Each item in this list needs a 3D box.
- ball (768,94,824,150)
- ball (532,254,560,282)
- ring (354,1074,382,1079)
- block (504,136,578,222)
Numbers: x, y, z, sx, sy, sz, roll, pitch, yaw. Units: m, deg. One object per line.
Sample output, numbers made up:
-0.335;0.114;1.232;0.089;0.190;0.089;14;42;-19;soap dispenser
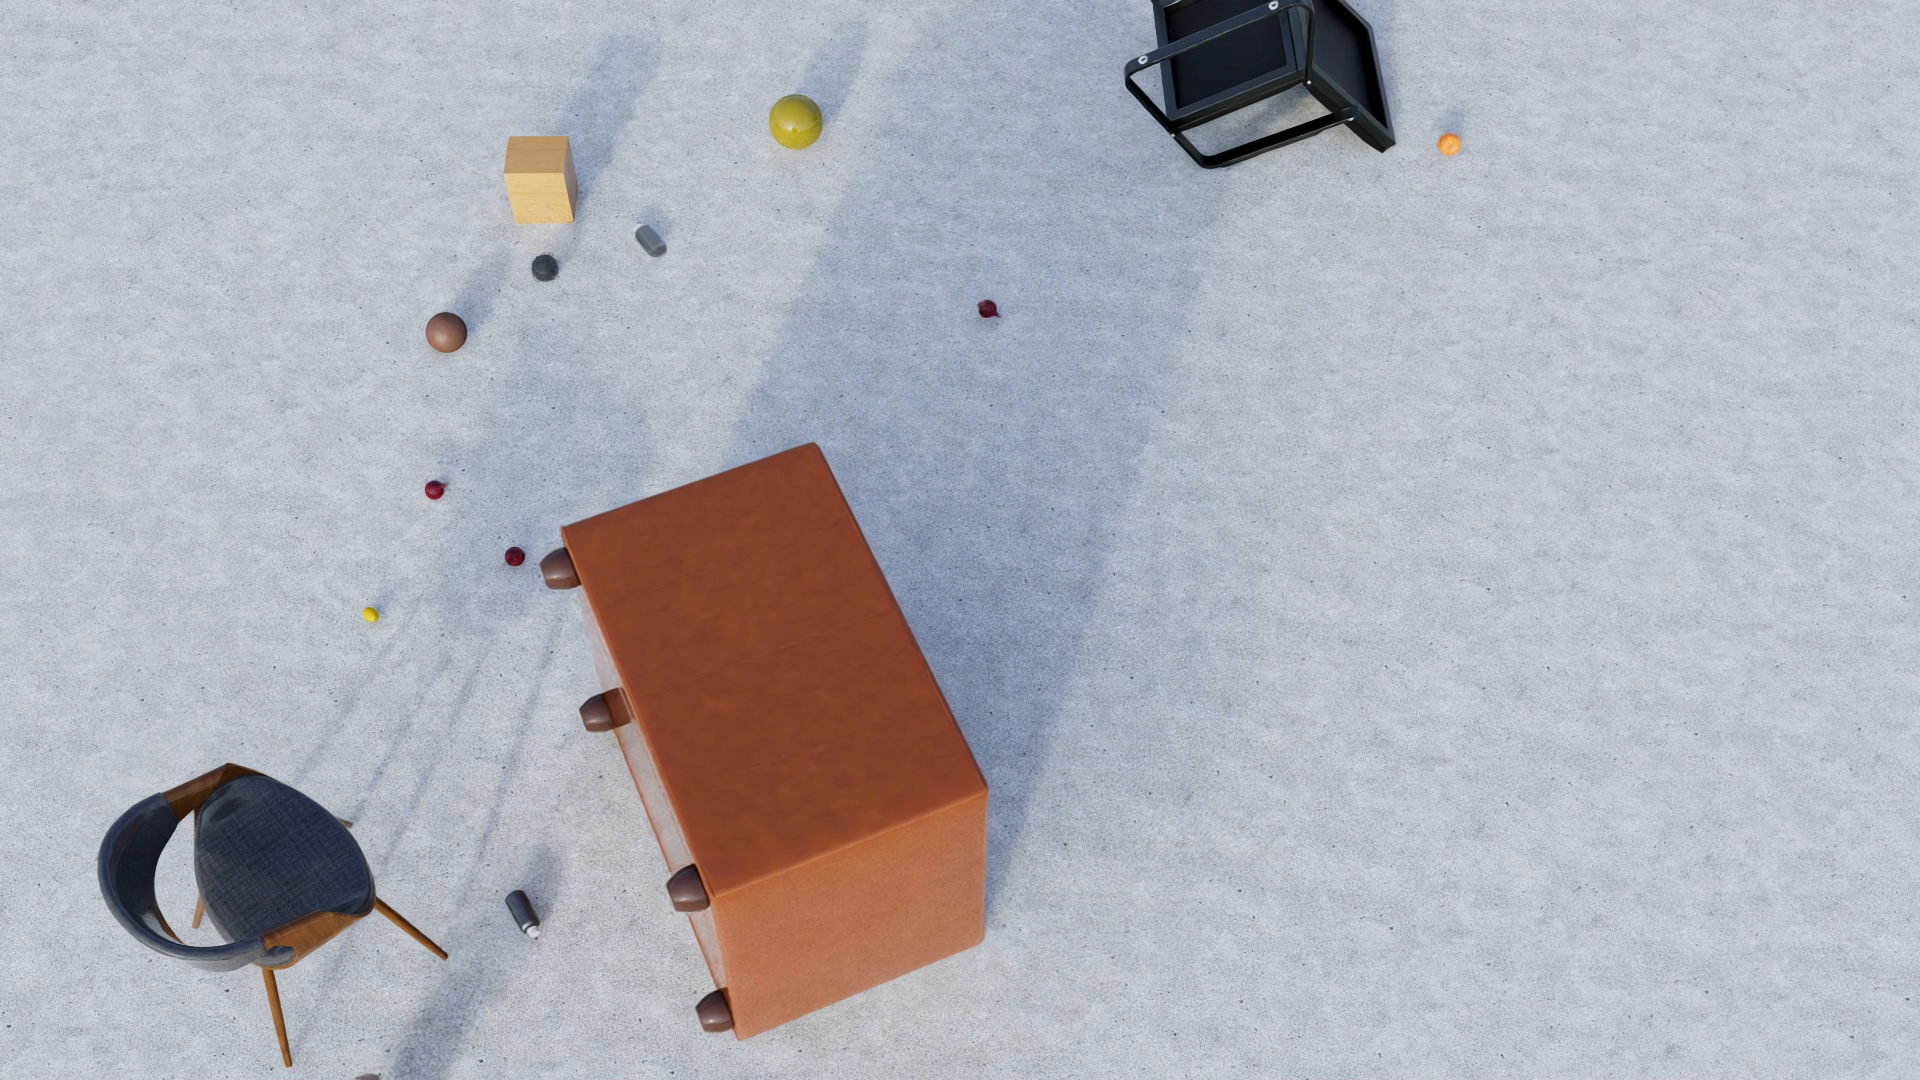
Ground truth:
-0.552;-1.409;7.407;0.186;0.186;0.186;0;56;0;ball
-1.342;-0.879;7.111;0.089;0.089;0.089;0;56;0;ball
-1.464;1.430;5.475;0.087;0.242;0.170;-10;41;0;ring
-1.375;-1.184;7.226;0.193;0.236;0.165;0;56;0;block
